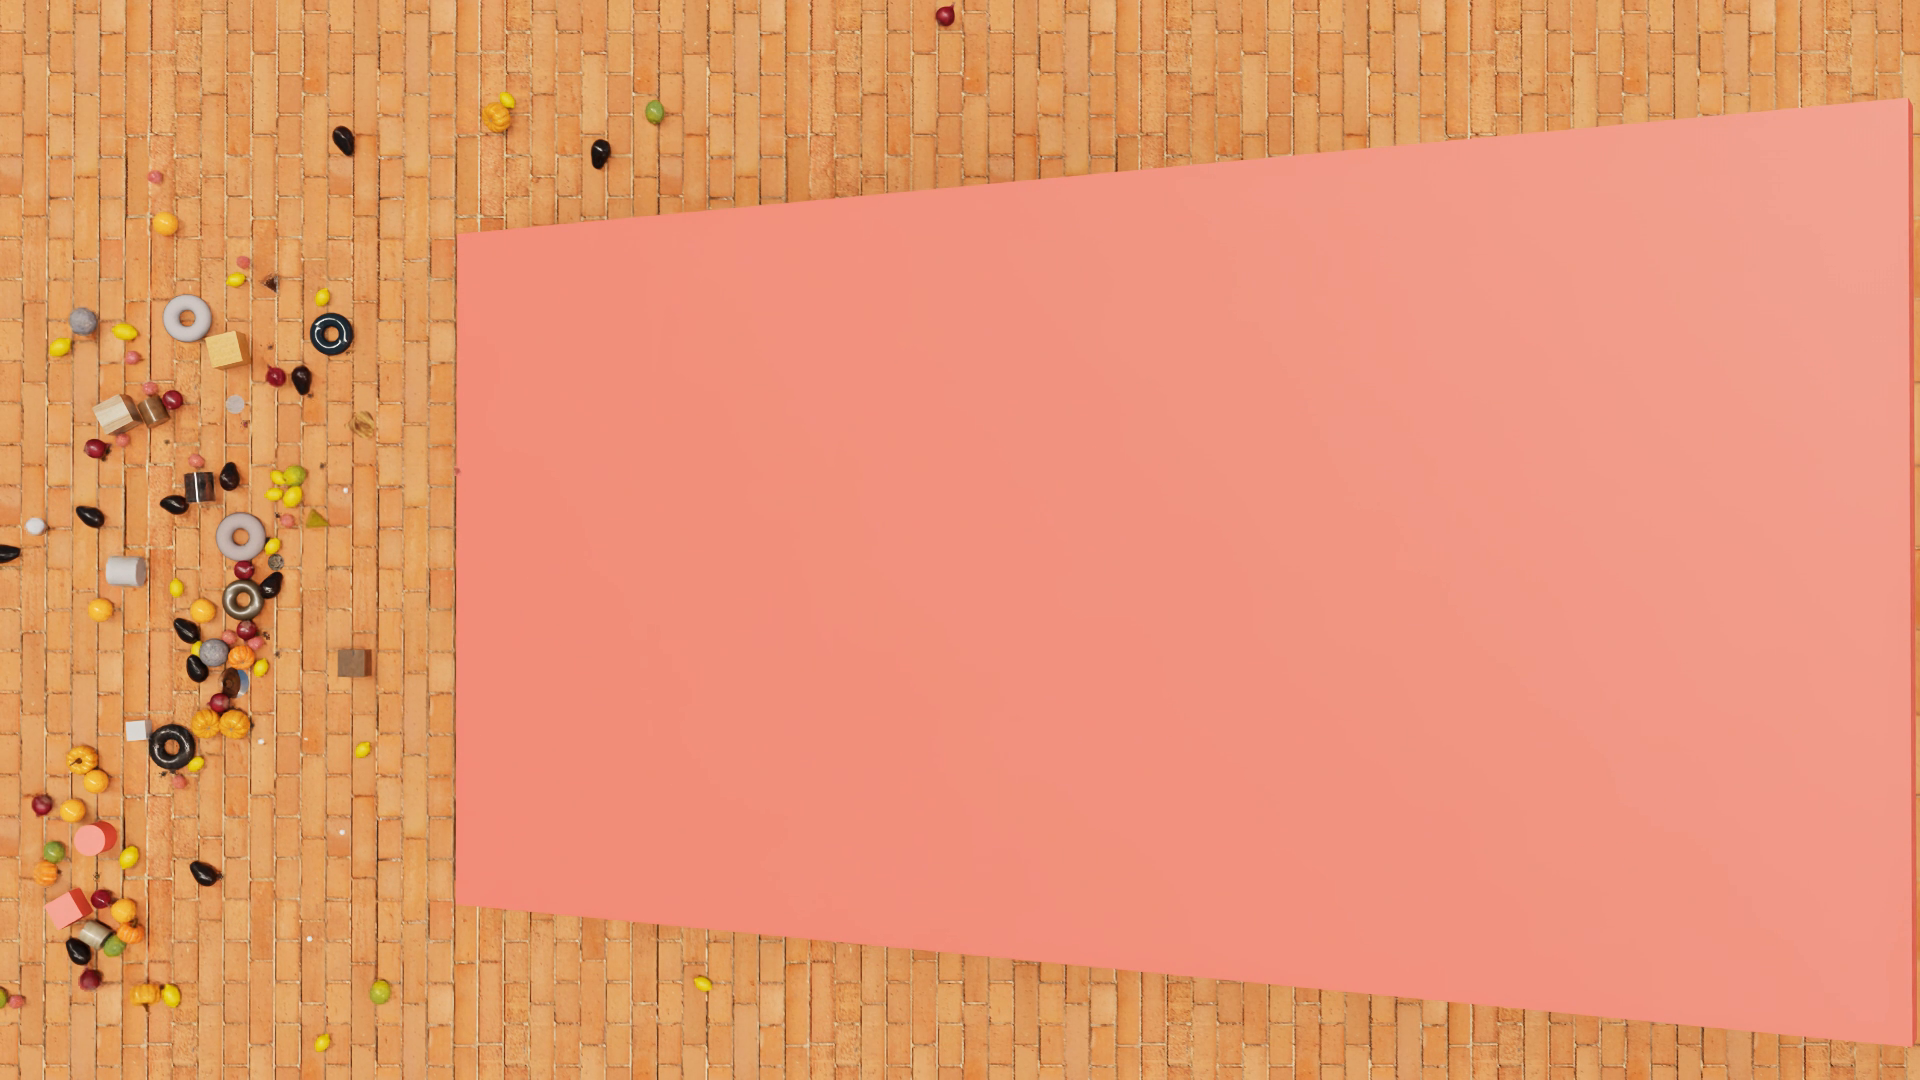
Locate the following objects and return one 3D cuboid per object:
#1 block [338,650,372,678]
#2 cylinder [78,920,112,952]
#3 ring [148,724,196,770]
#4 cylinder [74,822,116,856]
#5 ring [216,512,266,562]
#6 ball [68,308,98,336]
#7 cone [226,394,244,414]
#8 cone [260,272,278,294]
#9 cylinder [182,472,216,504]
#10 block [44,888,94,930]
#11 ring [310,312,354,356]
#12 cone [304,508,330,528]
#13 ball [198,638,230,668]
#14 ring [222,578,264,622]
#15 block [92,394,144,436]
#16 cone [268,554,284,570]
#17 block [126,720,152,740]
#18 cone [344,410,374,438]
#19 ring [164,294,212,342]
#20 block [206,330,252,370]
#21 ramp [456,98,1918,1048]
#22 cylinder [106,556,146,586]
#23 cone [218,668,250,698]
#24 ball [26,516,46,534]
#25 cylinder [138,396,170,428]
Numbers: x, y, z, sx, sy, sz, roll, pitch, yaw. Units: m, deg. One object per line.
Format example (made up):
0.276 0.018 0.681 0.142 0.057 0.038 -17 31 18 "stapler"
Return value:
-1.818 0.369 6.606 0.080 0.080 0.080 0 89 0 "block"
-2.596 1.187 6.604 0.069 0.069 0.069 30 90 0 "cylinder"
-2.373 0.624 6.621 0.139 0.046 0.139 0 91 -1 "ring"
-2.592 0.895 6.595 0.093 0.093 0.093 0 89 0 "cylinder"
-2.167 -0.009 6.625 0.150 0.050 0.150 0 88 -1 "ring"
-2.638 -0.656 6.616 0.081 0.081 0.081 0 89 0 "ball"
-2.193 -0.411 6.625 0.057 0.057 0.057 0 89 0 "cone"
-2.075 -0.767 6.644 0.059 0.059 0.059 -26 116 0 "cone"
-2.285 -0.156 6.608 0.088 0.088 0.088 -5 89 0 "cylinder"
-2.673 1.106 6.596 0.085 0.085 0.085 -30 90 0 "block"
-1.896 -0.621 6.635 0.131 0.044 0.131 0 90 -1 "ring"
-1.932 -0.055 6.636 0.066 0.066 0.066 21 89 -27 "cone"
-2.240 0.339 6.603 0.087 0.087 0.087 0 89 0 "ball"
-2.159 0.180 6.627 0.129 0.043 0.129 0 88 0 "ring"
-2.529 -0.375 6.608 0.091 0.091 0.091 -28 89 0 "block"
-2.068 0.067 6.624 0.051 0.051 0.051 0 89 0 "cone"
-2.469 0.572 6.616 0.057 0.057 0.057 -5 89 0 "block"
-1.829 -0.346 6.634 0.085 0.085 0.085 -2 89 27 "cone"
-2.331 -0.669 6.633 0.146 0.049 0.146 0 90 -1 "ring"
-2.198 -0.569 6.610 0.092 0.092 0.092 -14 89 0 "block"
0.274 0.076 5.641 4.000 0.100 2.000 0 89 29 "ramp"
-2.504 0.092 6.605 0.089 0.089 0.089 2 89 0 "cylinder"
-2.196 0.431 6.598 0.096 0.096 0.096 0 89 0 "cone"
-2.785 -0.044 6.624 0.053 0.053 0.053 0 89 0 "ball"
-2.426 -0.385 6.617 0.073 0.073 0.073 -26 89 0 "cylinder"
